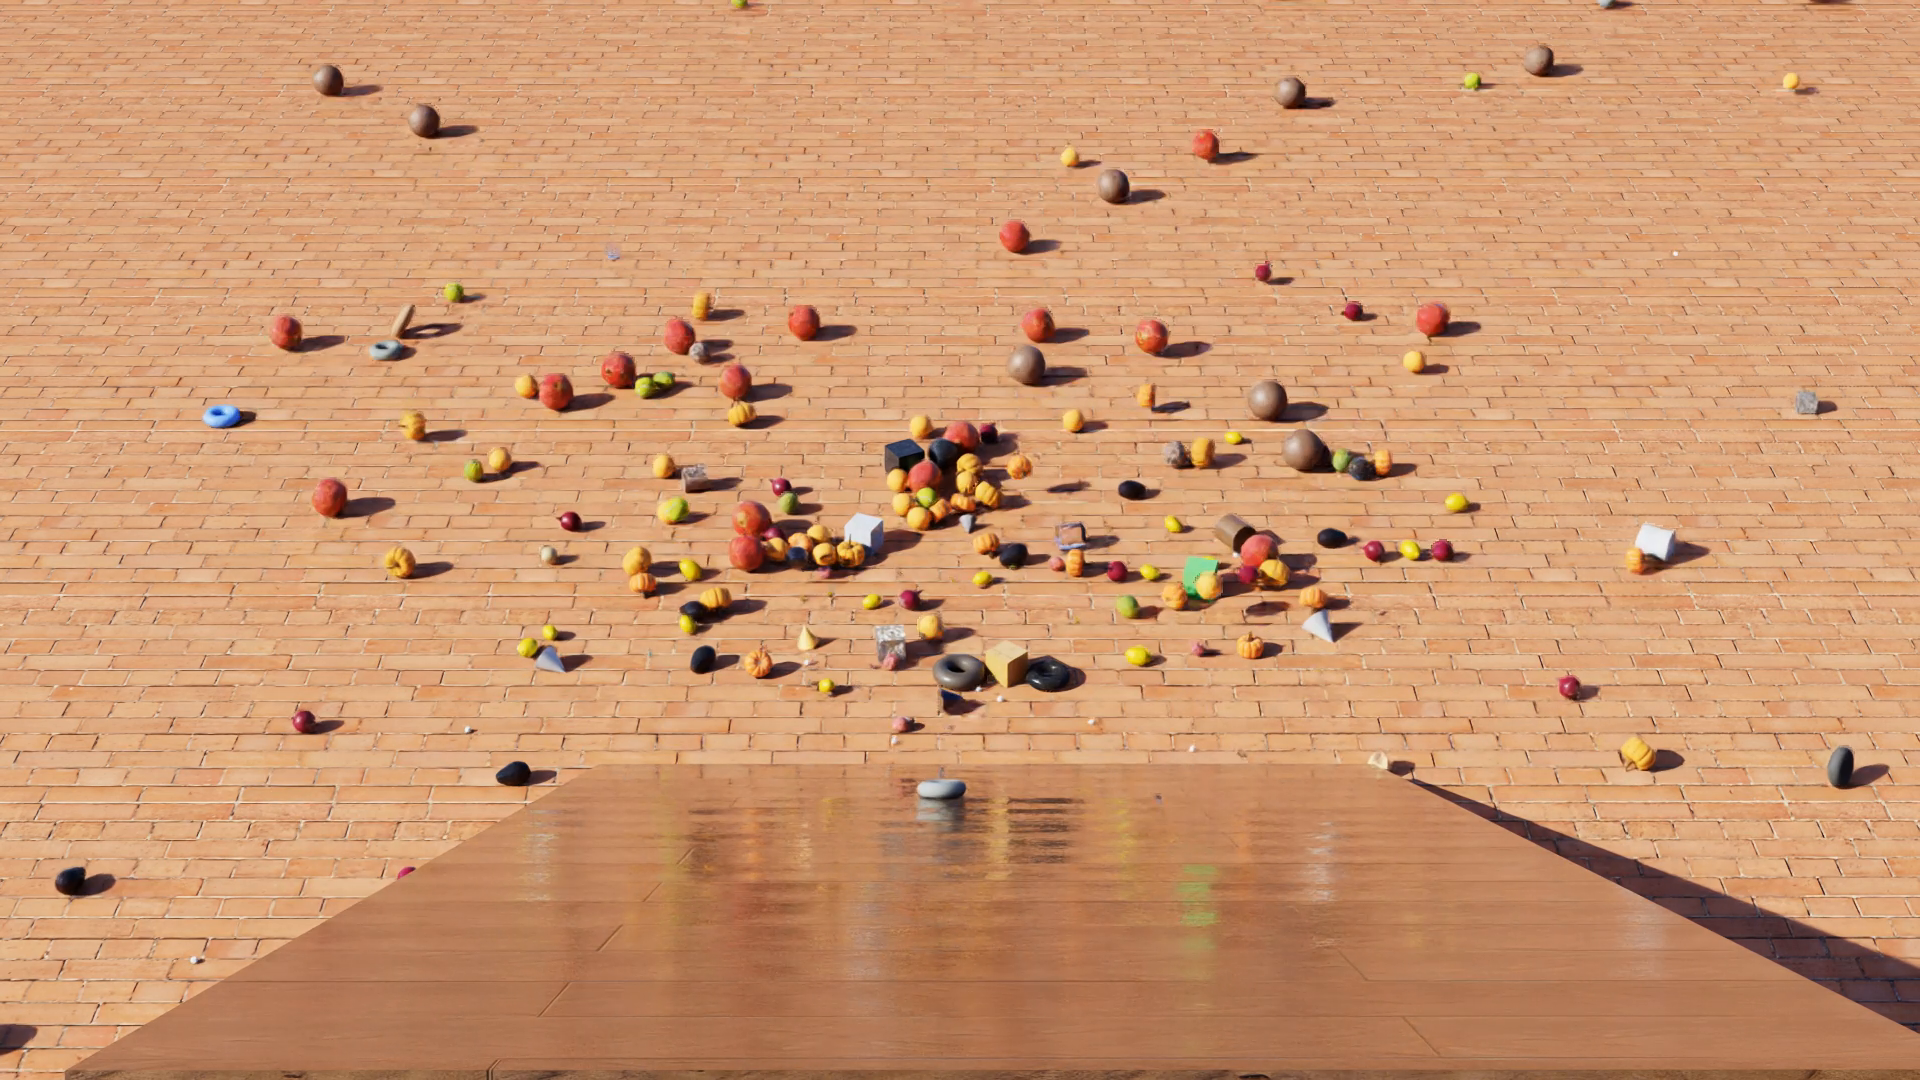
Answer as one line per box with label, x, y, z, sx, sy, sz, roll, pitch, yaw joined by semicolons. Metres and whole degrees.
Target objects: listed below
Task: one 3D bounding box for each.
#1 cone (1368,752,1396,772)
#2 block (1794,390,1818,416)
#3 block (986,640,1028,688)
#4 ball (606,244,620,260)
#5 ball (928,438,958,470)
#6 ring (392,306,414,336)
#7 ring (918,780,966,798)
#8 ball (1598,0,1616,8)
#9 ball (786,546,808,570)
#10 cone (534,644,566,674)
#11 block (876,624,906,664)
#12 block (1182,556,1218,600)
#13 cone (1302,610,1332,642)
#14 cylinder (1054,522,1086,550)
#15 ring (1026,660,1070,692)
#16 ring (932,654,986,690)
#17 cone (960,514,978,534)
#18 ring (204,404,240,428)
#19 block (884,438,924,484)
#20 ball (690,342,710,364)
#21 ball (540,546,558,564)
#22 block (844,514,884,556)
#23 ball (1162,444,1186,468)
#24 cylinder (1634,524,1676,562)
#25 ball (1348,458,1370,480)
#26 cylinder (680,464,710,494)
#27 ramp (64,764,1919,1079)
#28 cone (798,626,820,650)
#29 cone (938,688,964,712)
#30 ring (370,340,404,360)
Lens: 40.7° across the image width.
cone;1.121;0.593;6.799;0.070;0.070;0.070;12;20;-36
block;2.779;-0.451;8.505;0.058;0.058;0.058;4;31;7
block;0.129;0.343;7.165;0.082;0.082;0.082;27;40;37
ball;-1.276;-1.057;9.513;0.055;0.055;0.055;0;31;0
ball;-0.054;-0.271;8.169;0.096;0.096;0.096;0;31;0
ring;-1.927;-0.757;8.962;0.040;0.121;0.121;31;30;-11
ring;-0.041;0.554;5.763;0.109;0.036;0.109;-1;0;0
ball;2.956;-2.479;11.835;0.091;0.091;0.091;0;31;0
ball;-0.481;0.053;7.658;0.069;0.069;0.069;0;31;0
cone;-1.125;0.347;7.201;0.082;0.082;0.082;37;40;7
block;-0.193;0.291;7.257;0.076;0.076;0.076;-3;31;-5
block;0.699;0.112;7.543;0.087;0.087;0.087;7;32;12
cone;1.033;0.259;7.344;0.090;0.090;0.090;-19;63;-29
cylinder;0.331;-0.011;7.758;0.076;0.076;0.076;-8;32;-13
ring;0.243;0.375;7.153;0.123;0.041;0.123;-1;32;1
ring;-0.003;0.365;7.161;0.148;0.049;0.148;1;30;0
cone;0.026;-0.040;7.855;0.055;0.055;0.055;-1;58;-2
ring;-2.406;-0.403;8.445;0.116;0.039;0.116;1;32;0
block;-0.174;-0.249;8.136;0.093;0.093;0.093;-17;35;-25
ball;-0.884;-0.637;8.800;0.071;0.071;0.071;0;31;0
ball;-1.219;0.045;7.688;0.052;0.052;0.052;0;31;0
block;-0.287;-0.015;7.756;0.086;0.086;0.086;13;34;21
ball;0.679;-0.267;8.181;0.077;0.077;0.077;0;31;0
cylinder;2.069;0.009;7.706;0.093;0.093;0.093;16;35;26
ball;1.250;-0.224;8.117;0.070;0.070;0.070;0;31;0
cylinder;-0.825;-0.192;8.060;0.073;0.073;0.073;-25;37;-12
ramp;0.069;0.614;4.689;2.000;0.100;4.000;0;0;0
cone;-0.433;0.265;7.304;0.063;0.063;0.063;-7;33;4
cone;-0.021;0.430;7.023;0.066;0.066;0.066;-5;31;-11
ring;-1.962;-0.648;8.851;0.115;0.038;0.115;-1;29;1
